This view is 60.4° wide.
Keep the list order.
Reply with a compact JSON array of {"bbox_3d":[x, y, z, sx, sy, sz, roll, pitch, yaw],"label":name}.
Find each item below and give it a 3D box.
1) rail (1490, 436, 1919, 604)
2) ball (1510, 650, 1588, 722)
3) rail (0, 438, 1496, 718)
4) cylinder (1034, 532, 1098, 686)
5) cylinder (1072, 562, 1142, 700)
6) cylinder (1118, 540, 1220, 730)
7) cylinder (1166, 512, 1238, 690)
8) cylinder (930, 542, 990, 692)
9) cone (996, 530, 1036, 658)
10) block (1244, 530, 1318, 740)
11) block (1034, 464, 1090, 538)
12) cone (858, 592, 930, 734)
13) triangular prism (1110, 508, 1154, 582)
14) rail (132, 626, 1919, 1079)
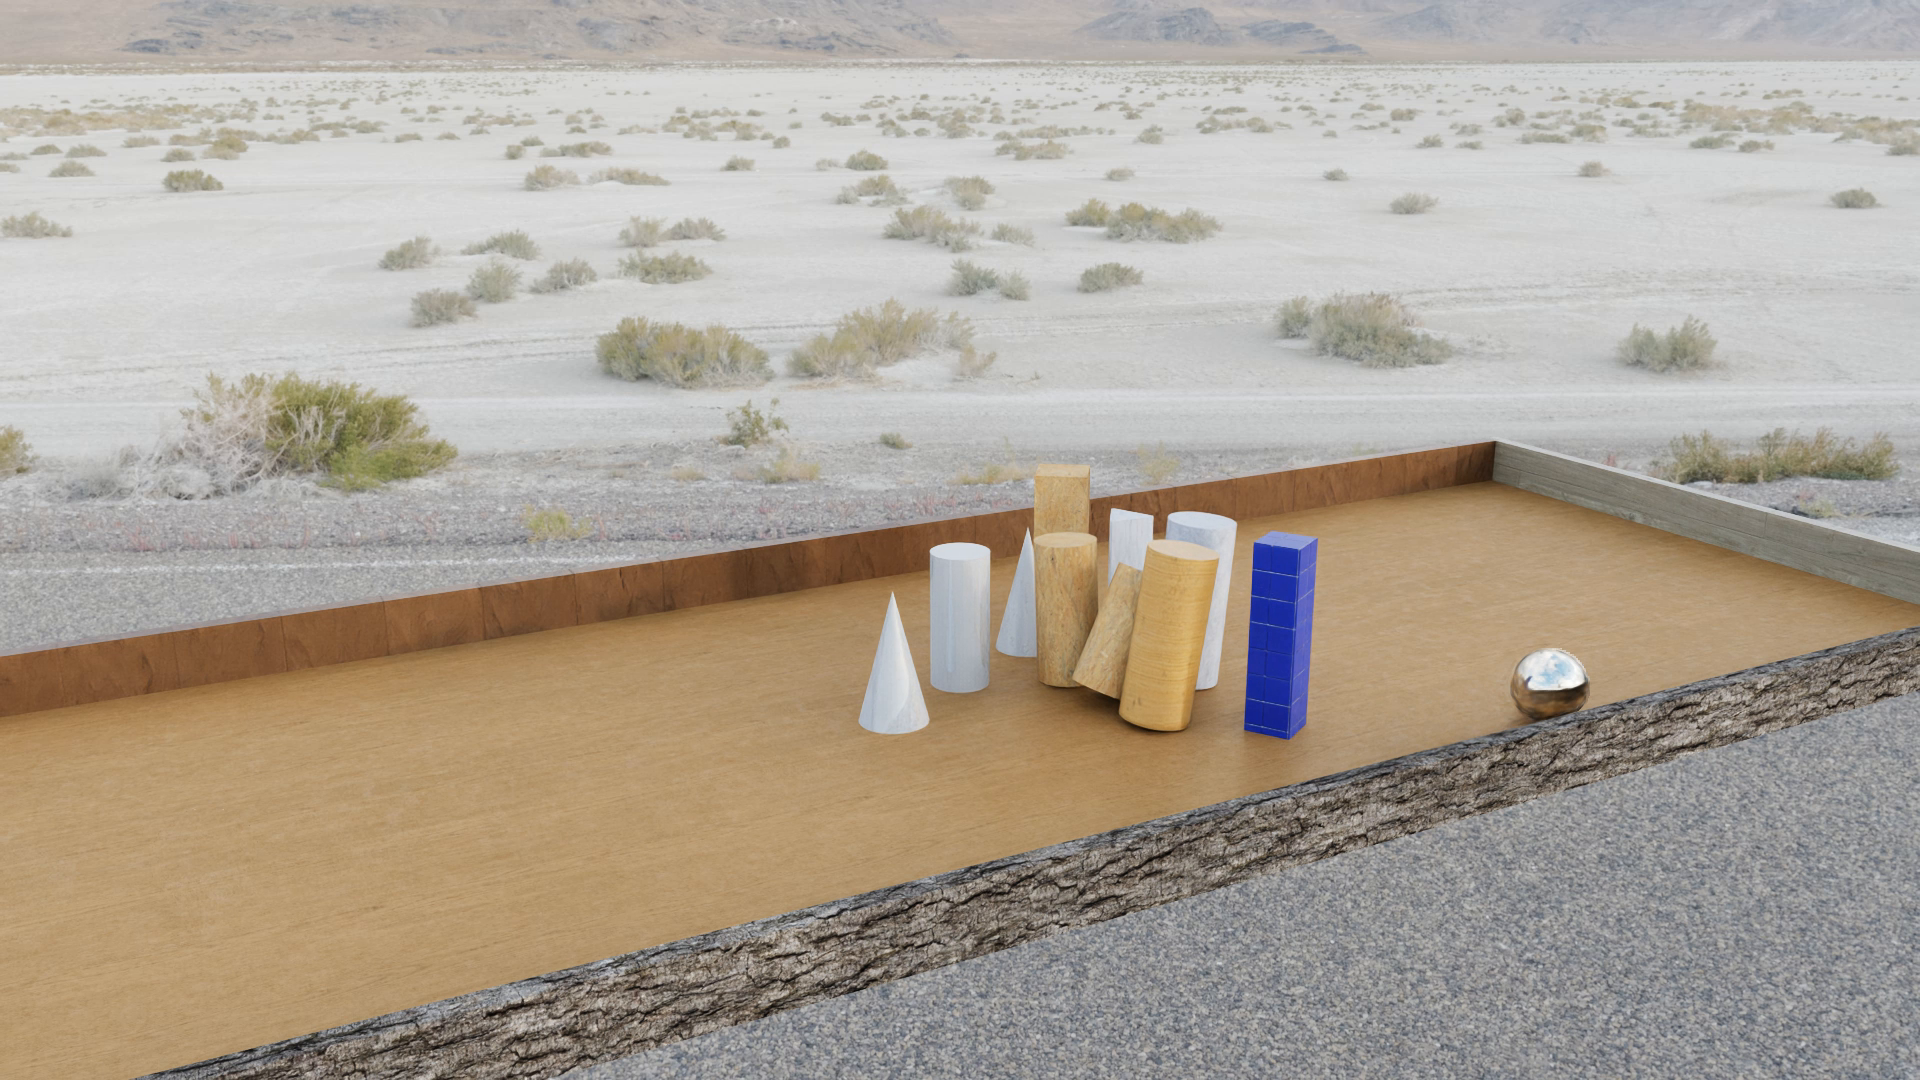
[{"bbox_3d":[2.466,-0.048,5.253,0.050,0.150,2.100,-9,18,-27],"label":"rail"},{"bbox_3d":[1.384,0.344,3.876,0.174,0.174,0.174,0,16,0],"label":"ball"},{"bbox_3d":[-3.305,0.497,3.399,12.000,0.150,0.050,-9,18,-27],"label":"rail"},{"bbox_3d":[0.267,0.172,4.121,0.157,0.357,0.157,-2,14,1],"label":"cylinder"},{"bbox_3d":[0.399,0.223,3.991,0.155,0.304,0.155,22,1,0],"label":"cylinder"},{"bbox_3d":[0.485,0.221,3.838,0.167,0.413,0.167,8,14,-2],"label":"cylinder"},{"bbox_3d":[0.578,0.149,4.097,0.170,0.410,0.170,4,15,-1],"label":"cylinder"},{"bbox_3d":[0.000,0.192,4.095,0.149,0.342,0.149,0,16,0],"label":"cylinder"},{"bbox_3d":[0.177,0.124,4.345,0.166,0.330,0.166,0,16,0],"label":"cone"},{"bbox_3d":[0.738,0.219,3.800,0.111,0.456,0.111,10,19,30],"label":"block"},{"bbox_3d":[0.284,0.005,4.612,0.142,0.410,0.142,2,17,8],"label":"block"},{"bbox_3d":[-0.156,0.272,3.859,0.168,0.322,0.168,0,16,0],"label":"cone"},{"bbox_3d":[0.427,0.099,4.391,0.127,0.353,0.110,-7,18,-22],"label":"triangular prism"},{"bbox_3d":[-2.336,1.006,1.665,12.000,0.150,0.050,-9,18,-27],"label":"rail"}]
